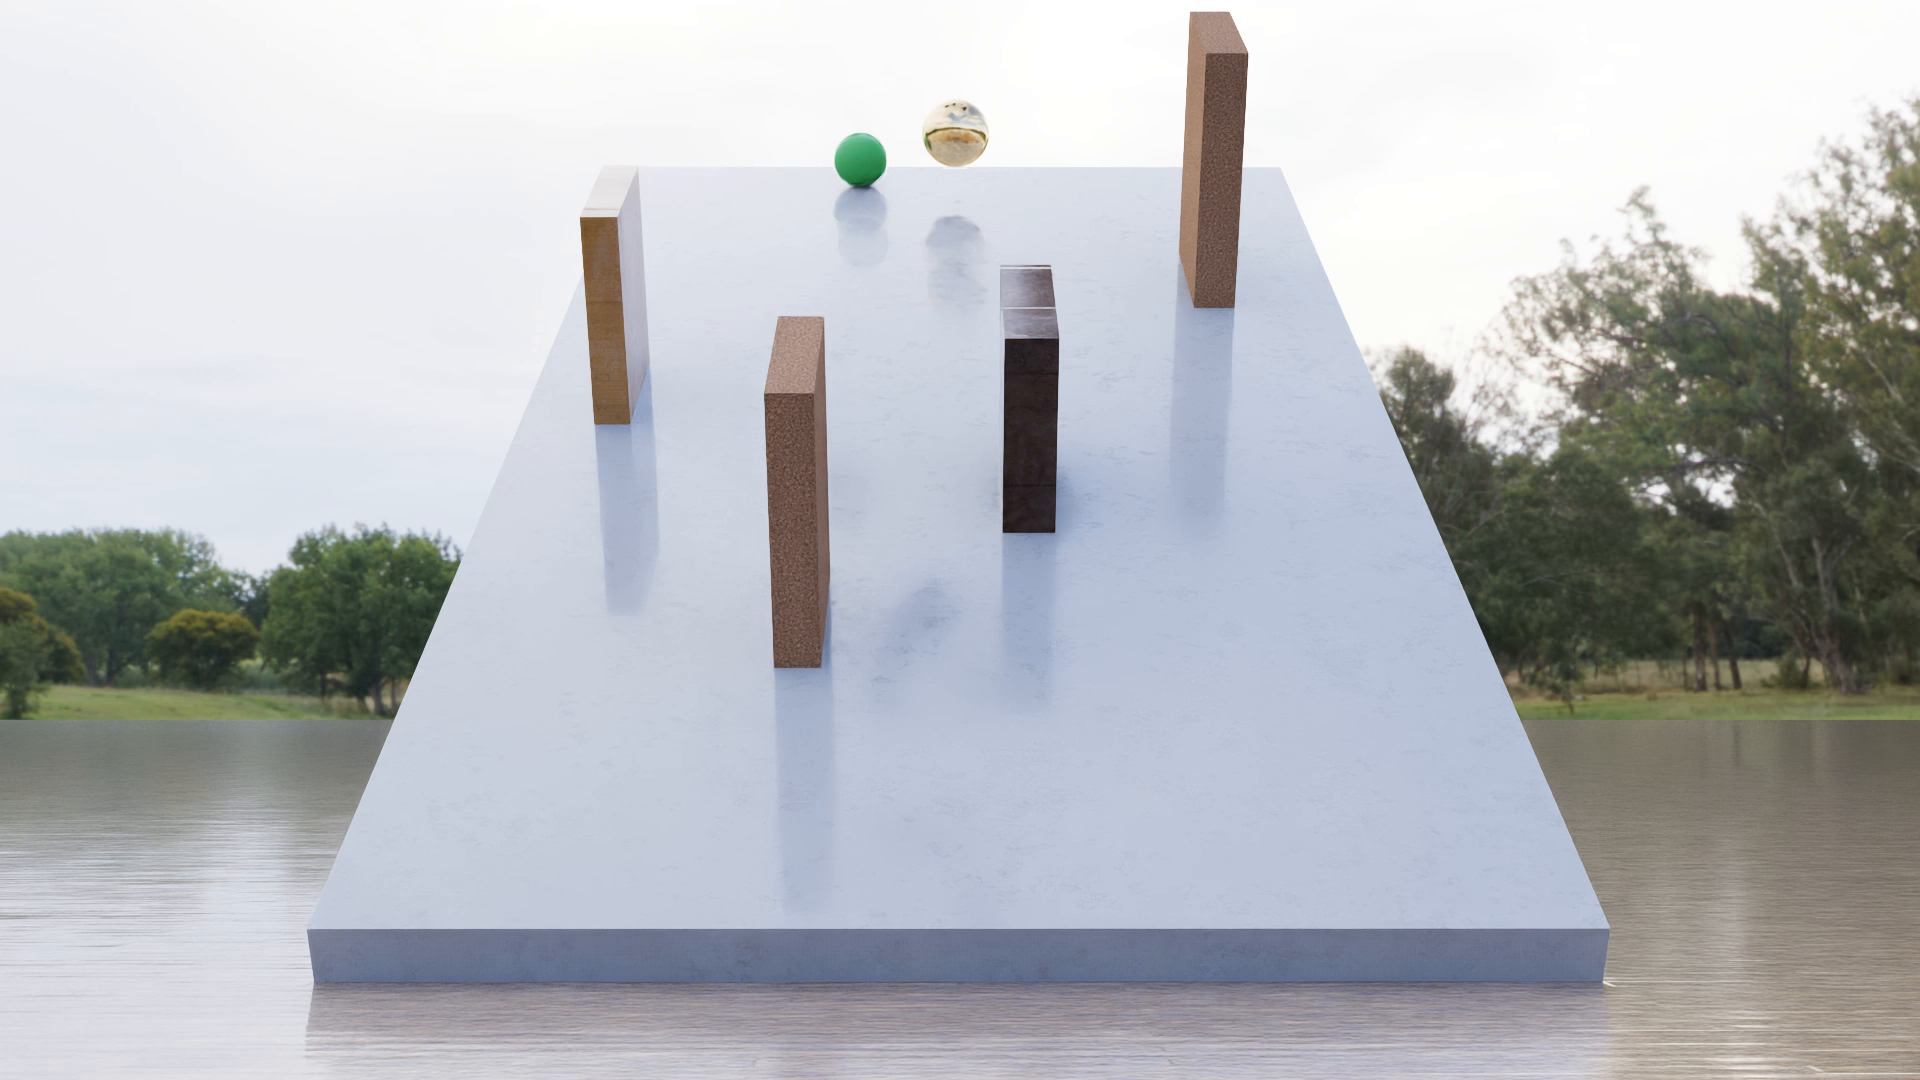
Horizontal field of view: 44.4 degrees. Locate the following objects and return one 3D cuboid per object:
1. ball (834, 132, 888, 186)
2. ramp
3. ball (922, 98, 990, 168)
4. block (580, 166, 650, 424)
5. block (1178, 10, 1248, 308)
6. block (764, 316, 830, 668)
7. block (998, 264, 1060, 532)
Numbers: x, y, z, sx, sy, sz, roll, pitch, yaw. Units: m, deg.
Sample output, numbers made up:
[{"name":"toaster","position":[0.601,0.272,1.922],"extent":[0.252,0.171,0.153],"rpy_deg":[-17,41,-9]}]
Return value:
[{"name":"ball","position":[-0.296,-1.133,7.004],"extent":[0.159,0.159,0.159],"rpy_deg":[0,-4,0]},{"name":"ramp","position":[-0.010,-0.229,5.431],"extent":[2.000,0.100,4.000],"rpy_deg":[0,26,0]},{"name":"ball","position":[-0.013,-1.197,6.916],"extent":[0.202,0.202,0.202],"rpy_deg":[0,-4,0]},{"name":"block","position":[-0.796,-0.572,5.454],"extent":[0.083,0.494,0.391],"rpy_deg":[0,26,0]},{"name":"block","position":[0.658,-0.998,6.146],"extent":[0.106,0.665,0.447],"rpy_deg":[0,26,0]},{"name":"block","position":[-0.301,-0.094,4.406],"extent":[0.087,0.547,0.386],"rpy_deg":[0,26,0]},{"name":"block","position":[0.142,-0.305,4.981],"extent":[0.110,0.430,0.446],"rpy_deg":[0,26,0]}]
